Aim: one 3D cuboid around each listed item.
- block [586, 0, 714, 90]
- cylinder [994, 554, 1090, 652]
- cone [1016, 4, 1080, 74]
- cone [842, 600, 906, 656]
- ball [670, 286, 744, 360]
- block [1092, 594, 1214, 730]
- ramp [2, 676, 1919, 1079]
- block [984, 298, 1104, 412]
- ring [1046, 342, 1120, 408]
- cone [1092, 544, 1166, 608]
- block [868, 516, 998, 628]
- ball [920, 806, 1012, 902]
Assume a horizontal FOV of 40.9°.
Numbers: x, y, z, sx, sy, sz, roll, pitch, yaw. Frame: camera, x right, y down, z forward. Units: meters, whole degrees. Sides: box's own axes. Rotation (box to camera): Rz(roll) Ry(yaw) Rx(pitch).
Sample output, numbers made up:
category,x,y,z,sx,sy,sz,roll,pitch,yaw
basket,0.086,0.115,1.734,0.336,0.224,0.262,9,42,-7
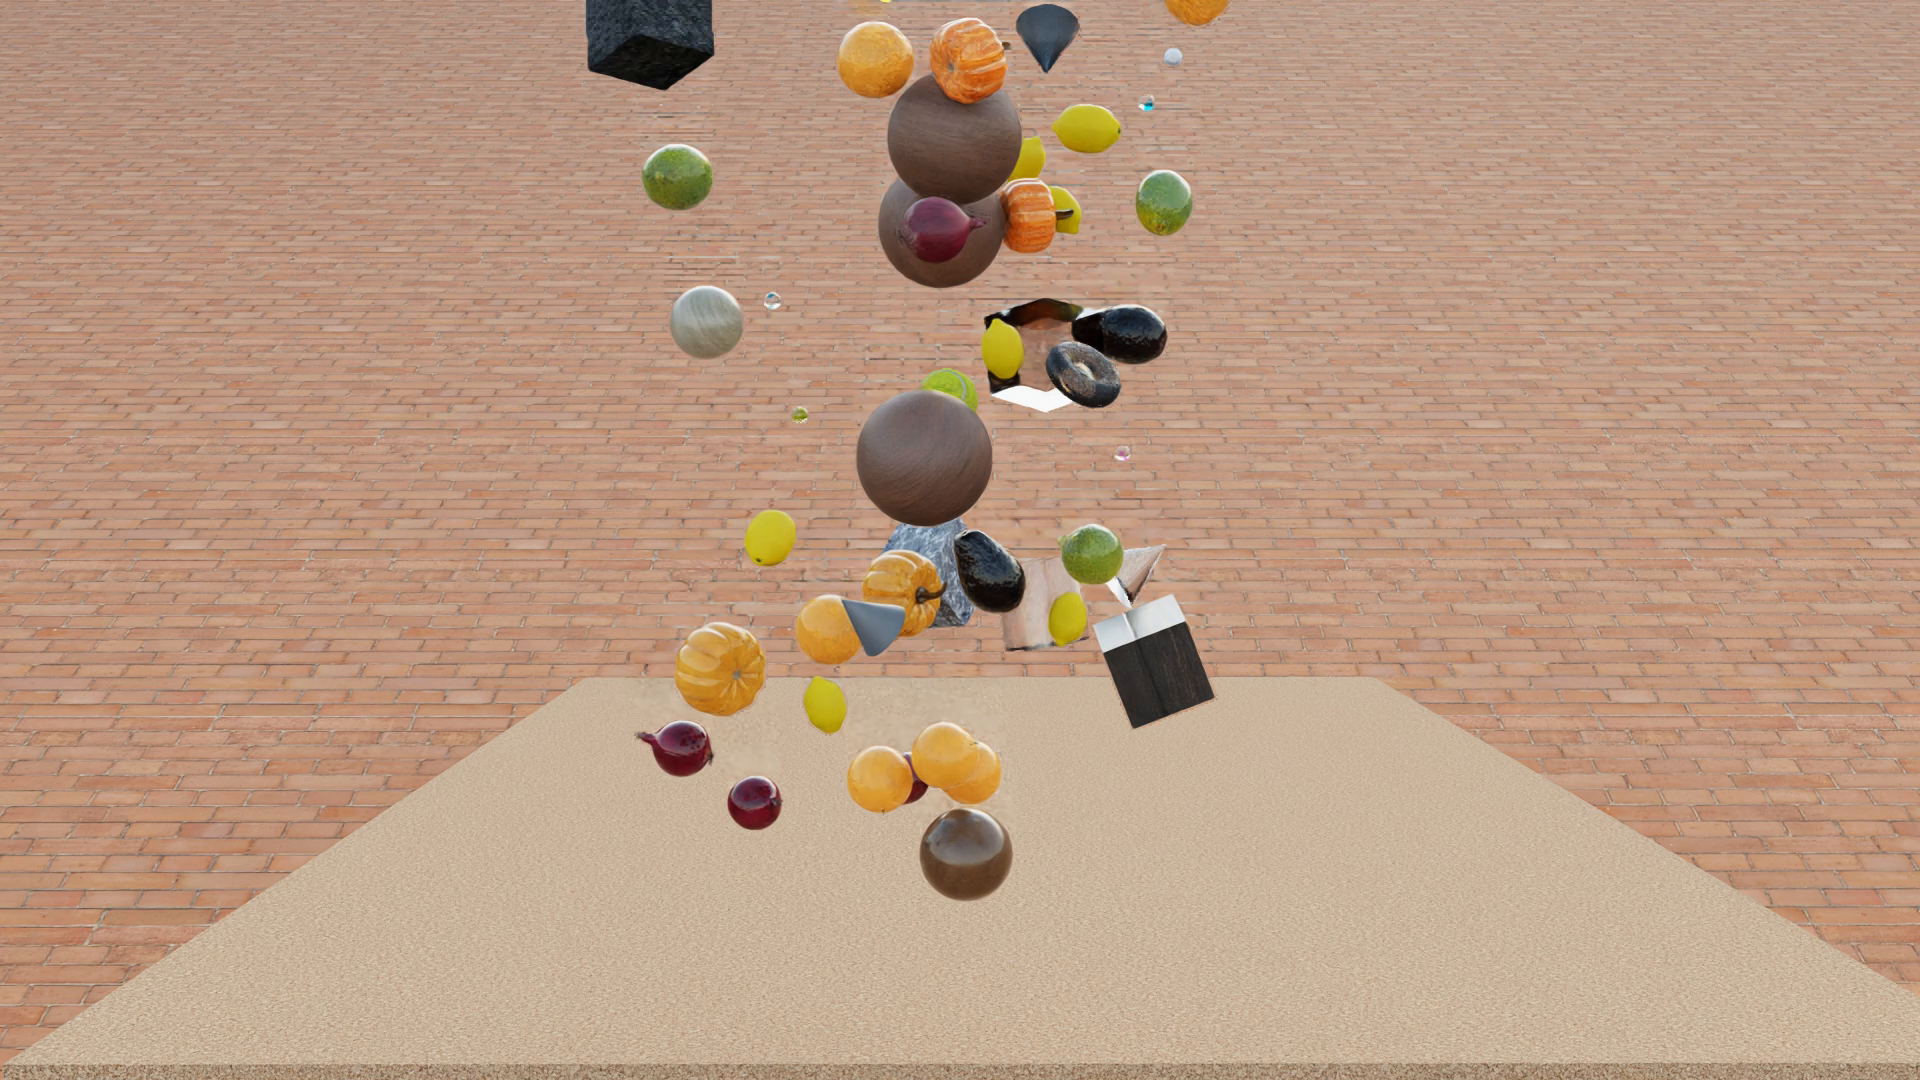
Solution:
category,x,y,z,sx,sy,sz,roll,pitch,yaw
block,-0.273,-0.455,2.259,0.079,0.079,0.079,9,-21,-39
cylinder,0.089,0.068,2.807,0.093,0.093,0.093,-9,1,0
cone,0.088,-0.498,2.620,0.065,0.065,0.065,1,58,3
cone,-0.094,0.073,2.494,0.059,0.059,0.059,37,10,-25
ball,-0.246,-0.211,2.500,0.072,0.072,0.072,0,23,0
block,0.187,0.117,2.486,0.084,0.084,0.084,-21,17,3
ramp,0.053,0.482,4.539,2.000,0.100,4.000,0,2,0
block,0.085,-0.185,2.550,0.082,0.082,0.082,-22,28,-36
ring,0.113,-0.151,2.356,0.075,0.025,0.075,21,39,-18
cone,0.195,0.025,2.805,0.072,0.072,0.072,-34,31,-7
block,-0.029,0.035,2.766,0.083,0.083,0.083,-3,45,40
ball,0.006,0.334,2.737,0.100,0.100,0.100,0,23,0
